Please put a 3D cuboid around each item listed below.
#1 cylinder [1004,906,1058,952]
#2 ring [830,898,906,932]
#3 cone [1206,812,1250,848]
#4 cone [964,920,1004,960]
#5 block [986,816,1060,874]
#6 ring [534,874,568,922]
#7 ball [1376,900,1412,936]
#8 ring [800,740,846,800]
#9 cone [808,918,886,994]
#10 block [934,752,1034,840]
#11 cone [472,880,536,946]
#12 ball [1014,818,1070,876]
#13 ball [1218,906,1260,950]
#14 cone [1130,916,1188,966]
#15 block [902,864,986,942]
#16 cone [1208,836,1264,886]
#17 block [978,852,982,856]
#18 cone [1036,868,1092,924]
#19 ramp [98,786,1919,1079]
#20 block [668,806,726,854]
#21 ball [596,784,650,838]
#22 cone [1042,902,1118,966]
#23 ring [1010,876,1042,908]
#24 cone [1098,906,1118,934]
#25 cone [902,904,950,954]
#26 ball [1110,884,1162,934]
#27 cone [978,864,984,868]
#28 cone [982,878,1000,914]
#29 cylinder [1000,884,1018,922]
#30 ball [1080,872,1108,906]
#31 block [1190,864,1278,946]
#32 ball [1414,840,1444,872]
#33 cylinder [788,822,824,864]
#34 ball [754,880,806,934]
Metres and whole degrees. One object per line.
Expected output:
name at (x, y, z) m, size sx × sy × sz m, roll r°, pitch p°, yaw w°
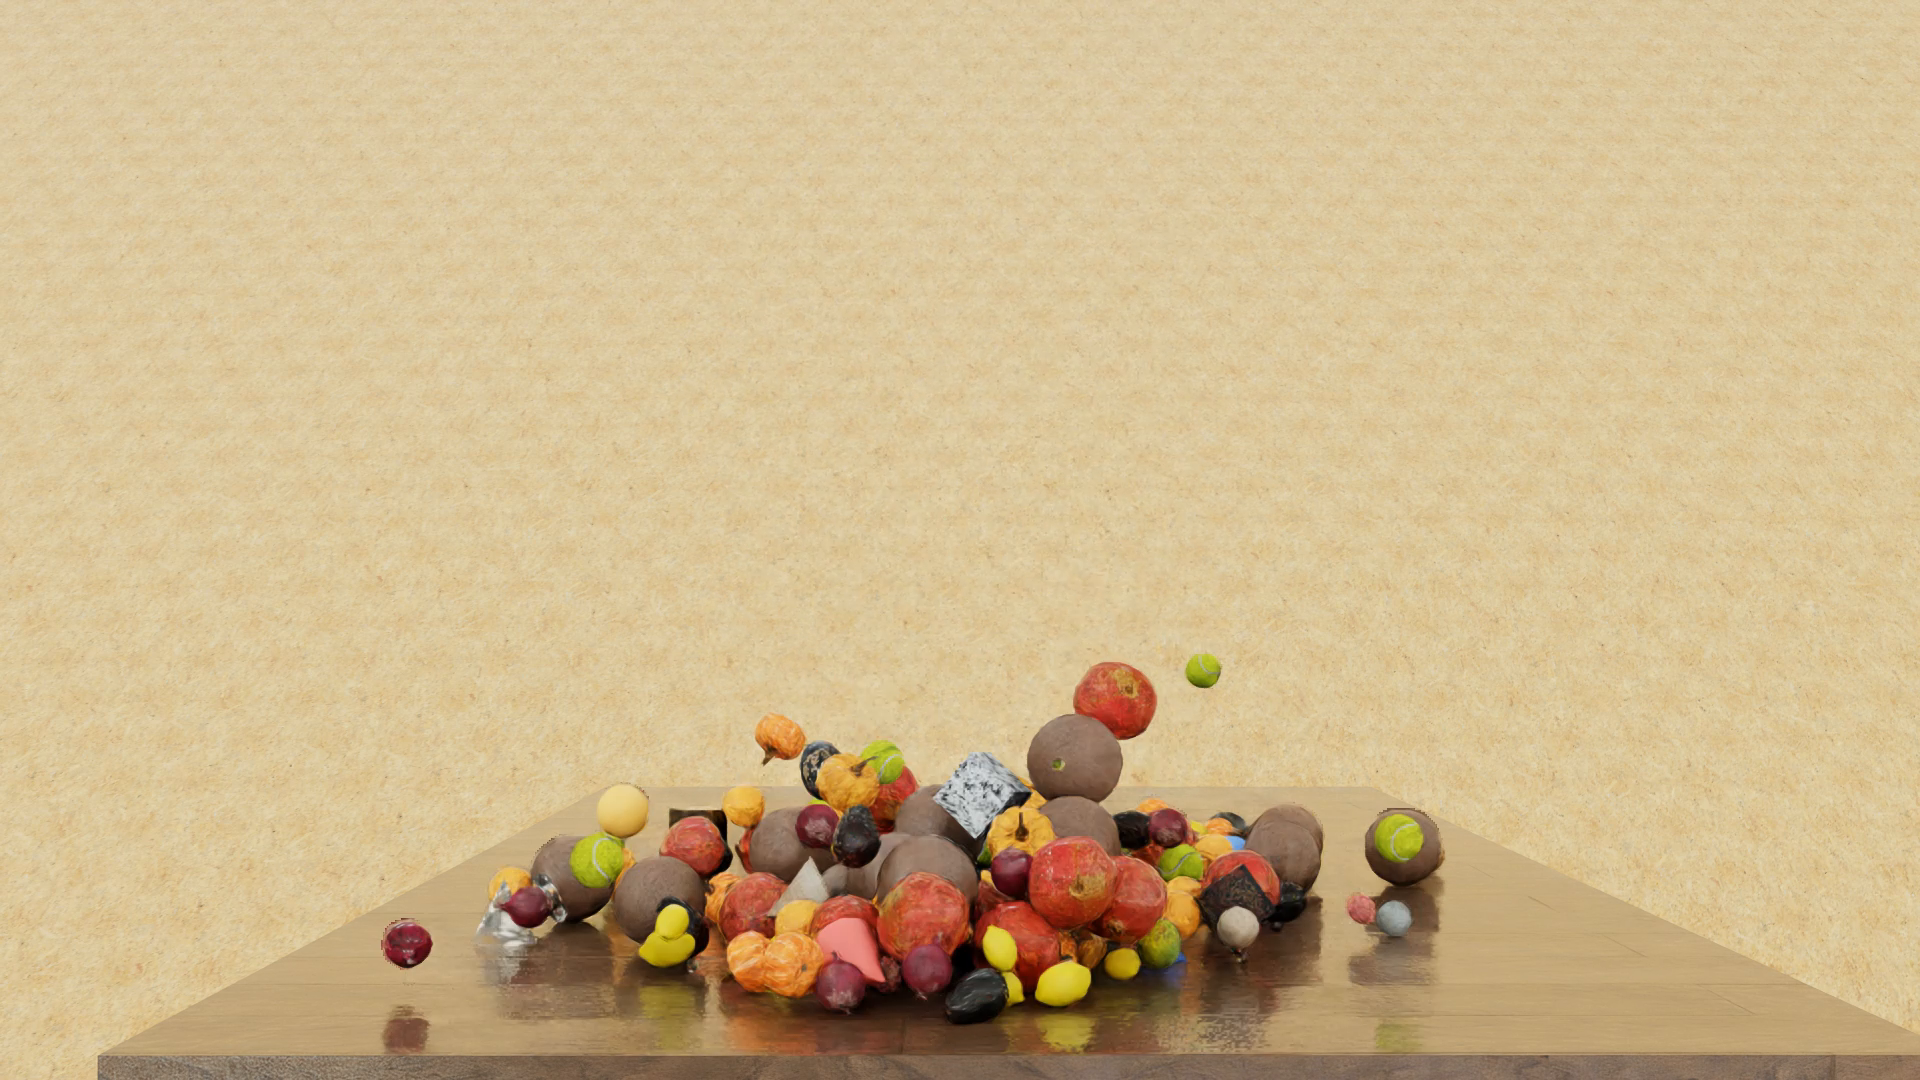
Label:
cylinder at (0.099, 0.536, 3.578) m, size 0.060 × 0.060 × 0.060 m, roll -18°, pitch -4°, yaw -25°
ring at (-0.132, 0.557, 3.858) m, size 0.124 × 0.041 × 0.124 m, roll 0°, pitch -3°, yaw 0°
cone at (0.502, 0.576, 4.959) m, size 0.085 × 0.085 × 0.085 m, roll 12°, pitch 22°, yaw 17°
cone at (0.036, 0.557, 3.542) m, size 0.056 × 0.056 × 0.056 m, roll -5°, pitch 26°, yaw -7°
block at (0.114, 0.550, 4.692) m, size 0.093 × 0.093 × 0.093 m, roll -1°, pitch -2°, yaw 43°
ring at (-0.605, 0.528, 3.833) m, size 0.026 × 0.078 × 0.078 m, roll -28°, pitch 41°, yaw -12°
ball at (0.630, 0.549, 3.764) m, size 0.051 × 0.051 × 0.051 m, roll 0°, pitch 34°, yaw 0°
ring at (-0.229, 0.386, 4.338) m, size 0.034 × 0.103 × 0.103 m, roll -16°, pitch 22°, yaw 34°
cone at (-0.115, 0.516, 3.122) m, size 0.098 × 0.098 × 0.098 m, roll -21°, pitch 22°, yaw -29°
block at (0.032, 0.347, 3.527) m, size 0.083 × 0.083 × 0.083 m, roll 42°, pitch 9°, yaw 19°
cone at (-0.652, 0.528, 3.706) m, size 0.092 × 0.092 × 0.092 m, roll 0°, pitch -1°, yaw 0°
ball at (0.116, 0.435, 3.685) m, size 0.080 × 0.080 × 0.080 m, roll 0°, pitch 34°, yaw 0°
ball at (0.372, 0.519, 3.470) m, size 0.056 × 0.056 × 0.056 m, roll 0°, pitch 34°, yaw 0°
cone at (0.280, 0.552, 3.486) m, size 0.071 × 0.071 × 0.071 m, roll 32°, pitch 22°, yaw -28°
block at (-0.023, 0.519, 3.693) m, size 0.099 × 0.099 × 0.099 m, roll -4°, pitch -3°, yaw -10°
cone at (0.448, 0.568, 4.403) m, size 0.096 × 0.096 × 0.096 m, roll 25°, pitch 42°, yaw 33°
block at (0.017, 0.569, 4.999) m, size 0.069 × 0.069 × 0.069 m, roll -1°, pitch -1°, yaw 21°
cone at (0.128, 0.461, 3.287) m, size 0.072 × 0.072 × 0.072 m, roll 1°, pitch 65°, yaw -3°
ramp at (0.075, 0.649, 4.780) m, size 2.000 × 0.100 × 4.000 m, roll 0°, pitch -1°, yaw 0°
block at (-0.512, 0.564, 5.055) m, size 0.082 × 0.082 × 0.082 m, roll 1°, pitch -2°, yaw -39°
ball at (-0.514, 0.414, 3.963) m, size 0.081 × 0.081 × 0.081 m, roll 0°, pitch 34°, yaw 0°
cone at (0.143, 0.546, 3.488) m, size 0.099 × 0.099 × 0.099 m, roll 27°, pitch 44°, yaw 34°
ring at (0.116, 0.505, 3.687) m, size 0.092 × 0.092 × 0.031 m, roll 3°, pitch 56°, yaw 5°
cone at (0.184, 0.524, 3.581) m, size 0.072 × 0.072 × 0.072 m, roll 19°, pitch 36°, yaw 4°
cone at (-0.063, 0.555, 3.610) m, size 0.074 × 0.074 × 0.074 m, roll 19°, pitch 52°, yaw -26°
ball at (0.234, 0.492, 3.462) m, size 0.068 × 0.068 × 0.068 m, roll 0°, pitch 34°, yaw 0°
cone at (-0.001, 0.534, 4.239) m, size 0.092 × 0.092 × 0.092 m, roll -2°, pitch 31°, yaw 24°
cone at (0.034, 0.553, 4.063) m, size 0.059 × 0.059 × 0.059 m, roll 0°, pitch -1°, yaw 0°
cylinder at (0.096, 0.534, 3.769) m, size 0.073 × 0.073 × 0.073 m, roll 2°, pitch -3°, yaw 3°
ball at (0.178, 0.535, 3.851) m, size 0.083 × 0.083 × 0.083 m, roll 0°, pitch 34°, yaw 0°
block at (0.376, 0.503, 3.570) m, size 0.080 × 0.080 × 0.080 m, roll -34°, pitch 82°, yaw -6°
ball at (0.844, 0.568, 4.671) m, size 0.056 × 0.056 × 0.056 m, roll 0°, pitch 34°, yaw 0°
cylinder at (-0.277, 0.543, 4.656) m, size 0.053 × 0.053 × 0.053 m, roll -15°, pitch 23°, yaw 6°
ball at (-0.262, 0.538, 3.799) m, size 0.077 × 0.077 × 0.077 m, roll 0°, pitch 34°, yaw 0°
